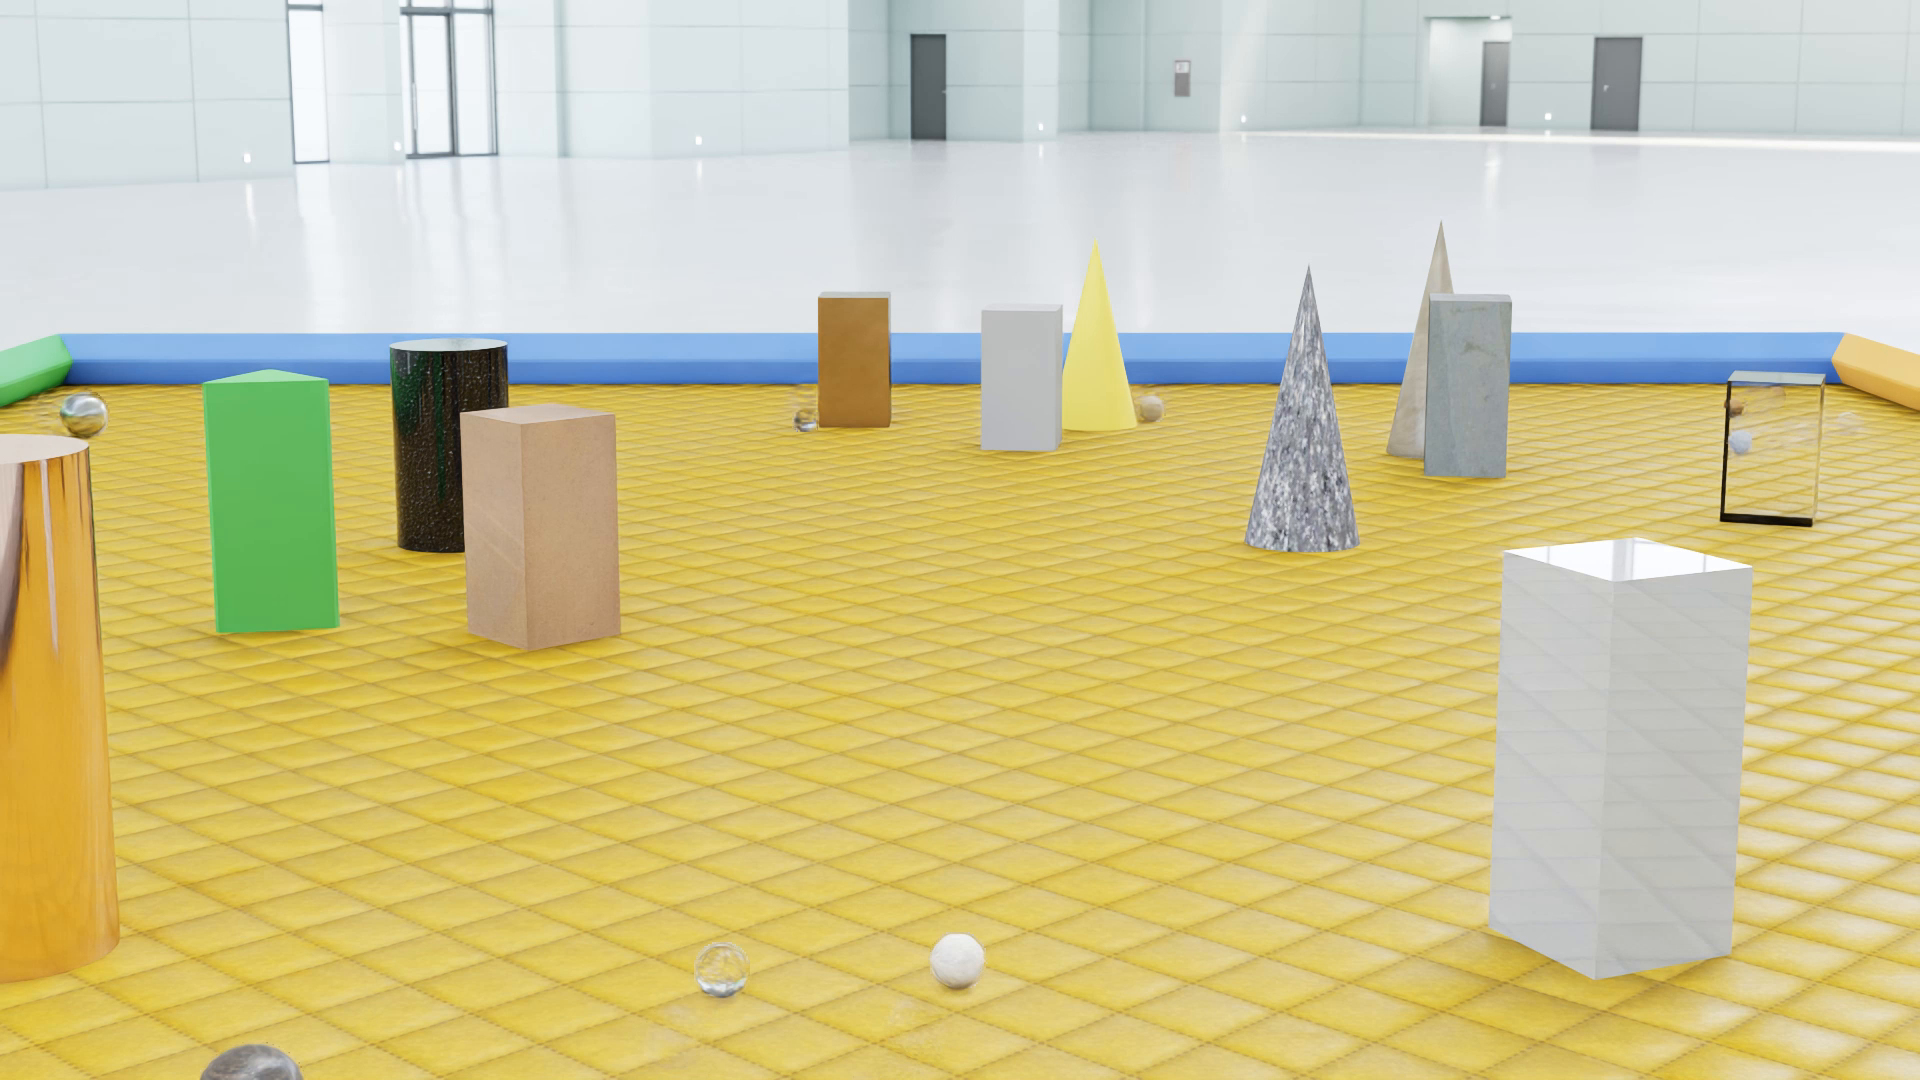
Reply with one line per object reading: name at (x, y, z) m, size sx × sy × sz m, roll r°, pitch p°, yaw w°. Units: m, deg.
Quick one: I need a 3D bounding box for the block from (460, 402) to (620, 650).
block at (-0.532, -0.020, 3.256) m, size 0.140 × 0.284 × 0.140 m, roll -10°, pitch 14°, yaw -41°

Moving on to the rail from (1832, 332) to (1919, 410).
rail at (1.987, 0.027, 3.462) m, size 0.045 × 0.113 × 4.737 m, roll 0°, pitch 11°, yaw 0°

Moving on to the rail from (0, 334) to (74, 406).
rail at (-1.987, 0.031, 3.439) m, size 0.045 × 0.113 × 4.737 m, roll 0°, pitch 11°, yaw 0°

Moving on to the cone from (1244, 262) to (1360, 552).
cone at (0.520, -0.206, 3.863) m, size 0.174 × 0.424 × 0.174 m, roll 0°, pitch 11°, yaw 0°

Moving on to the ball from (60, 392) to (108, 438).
ball at (-1.697, -0.243, 4.969) m, size 0.087 × 0.087 × 0.087 m, roll 0°, pitch 11°, yaw 0°

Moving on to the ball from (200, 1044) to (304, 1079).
ball at (-0.476, 0.376, 1.724) m, size 0.073 × 0.073 × 0.073 m, roll 0°, pitch 11°, yaw 0°

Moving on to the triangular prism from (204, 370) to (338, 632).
triangular prism at (-0.892, -0.054, 3.333) m, size 0.151 × 0.322 × 0.131 m, roll -2°, pitch 11°, yaw -12°

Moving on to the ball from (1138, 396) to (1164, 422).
ball at (0.386, -0.264, 5.174) m, size 0.052 × 0.052 × 0.052 m, roll 0°, pitch 11°, yaw 0°

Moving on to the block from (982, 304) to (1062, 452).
block at (0.118, -0.309, 4.847) m, size 0.140 × 0.262 × 0.140 m, roll 1°, pitch 11°, yaw 7°

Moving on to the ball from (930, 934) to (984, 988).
ball at (-0.002, 0.333, 2.032) m, size 0.043 × 0.043 × 0.043 m, roll 0°, pitch 11°, yaw 0°

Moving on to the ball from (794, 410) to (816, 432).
ball at (-0.304, -0.234, 5.033) m, size 0.045 × 0.045 × 0.045 m, roll 0°, pitch 11°, yaw 0°

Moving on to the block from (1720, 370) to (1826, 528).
block at (1.295, -0.147, 4.087) m, size 0.140 × 0.226 × 0.140 m, roll 4°, pitch 11°, yaw 21°

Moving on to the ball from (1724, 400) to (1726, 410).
ball at (1.594, -0.278, 5.280) m, size 0.041 × 0.041 × 0.041 m, roll 0°, pitch 11°, yaw 0°

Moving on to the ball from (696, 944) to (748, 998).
ball at (-0.187, 0.338, 2.012) m, size 0.042 × 0.042 × 0.042 m, roll 0°, pitch 11°, yaw 0°

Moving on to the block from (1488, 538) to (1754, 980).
block at (0.541, 0.175, 2.111) m, size 0.140 × 0.325 × 0.140 m, roll -5°, pitch 12°, yaw -25°

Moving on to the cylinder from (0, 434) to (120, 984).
cylinder at (-0.787, 0.133, 2.085) m, size 0.174 × 0.417 × 0.174 m, roll 0°, pitch 11°, yaw 0°

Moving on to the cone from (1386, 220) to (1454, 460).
cone at (0.882, -0.377, 4.739) m, size 0.174 × 0.435 × 0.174 m, roll 0°, pitch 11°, yaw 0°

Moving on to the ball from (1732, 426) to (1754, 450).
ball at (1.470, -0.192, 4.817) m, size 0.043 × 0.043 × 0.043 m, roll 0°, pitch 11°, yaw 0°

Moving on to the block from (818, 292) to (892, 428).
block at (-0.210, -0.363, 5.145) m, size 0.140 × 0.258 × 0.140 m, roll 0°, pitch 11°, yaw 1°

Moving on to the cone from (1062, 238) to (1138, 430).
cone at (0.268, -0.417, 5.110) m, size 0.174 × 0.377 × 0.174 m, roll 0°, pitch 11°, yaw 0°

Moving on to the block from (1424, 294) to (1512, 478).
block at (0.898, -0.275, 4.542) m, size 0.140 × 0.309 × 0.140 m, roll 2°, pitch 11°, yaw 9°

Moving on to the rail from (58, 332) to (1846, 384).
rail at (-0.014, -0.405, 5.754) m, size 4.021 × 0.113 × 0.045 m, roll 0°, pitch 11°, yaw 0°

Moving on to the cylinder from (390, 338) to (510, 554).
cylinder at (-0.766, -0.145, 3.870) m, size 0.174 × 0.301 × 0.174 m, roll 0°, pitch 11°, yaw 0°
